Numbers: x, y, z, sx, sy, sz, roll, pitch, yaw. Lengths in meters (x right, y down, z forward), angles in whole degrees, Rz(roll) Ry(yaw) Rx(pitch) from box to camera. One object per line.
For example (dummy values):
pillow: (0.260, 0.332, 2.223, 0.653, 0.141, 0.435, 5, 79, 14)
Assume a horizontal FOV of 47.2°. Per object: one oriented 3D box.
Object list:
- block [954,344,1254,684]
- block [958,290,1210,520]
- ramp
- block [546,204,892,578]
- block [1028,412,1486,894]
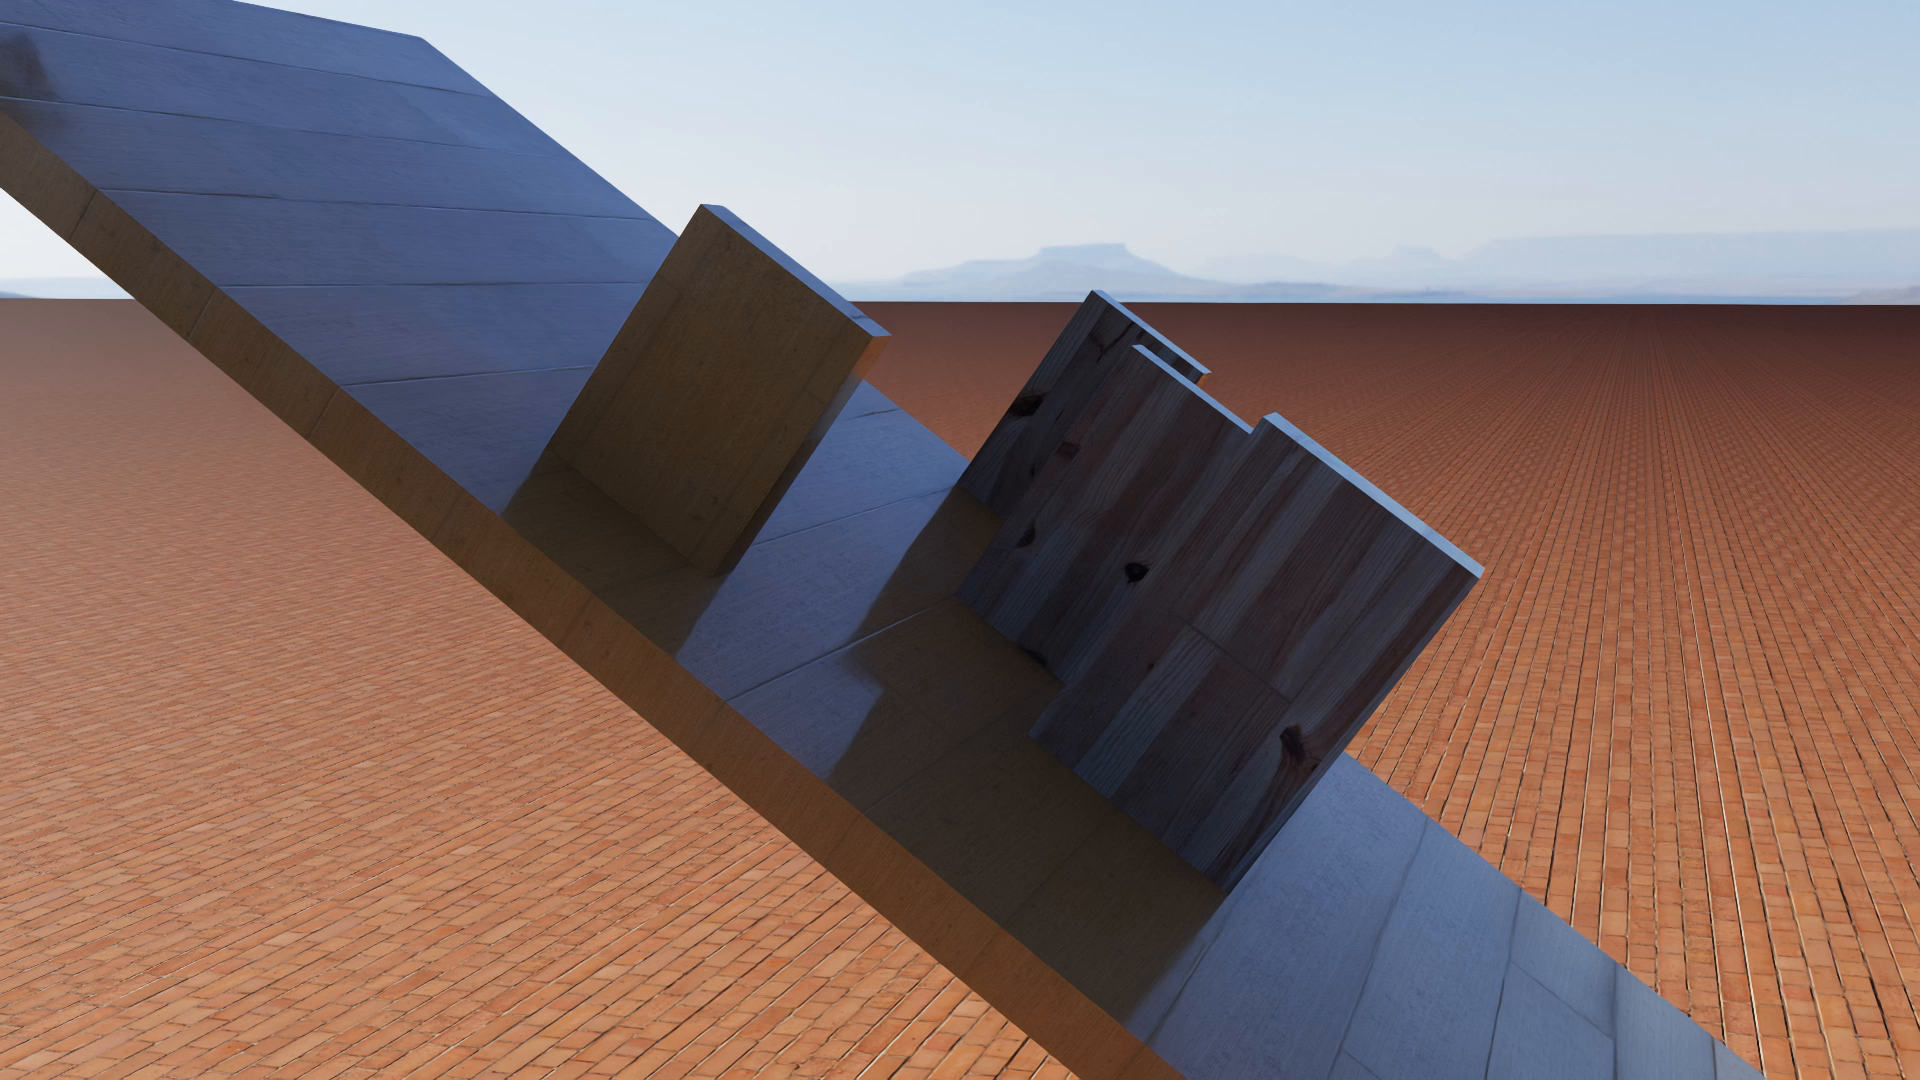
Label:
block: (0.272, -0.042, 4.083, 0.285, 0.581, 0.080, 38, 16, 10)
block: (0.267, -0.244, 4.786, 0.301, 0.518, 0.089, 38, 16, 10)
ramp: (-0.078, 0.145, 4.076, 4.000, 0.100, 2.000, 38, 16, 10)
block: (-0.385, -0.236, 3.488, 0.349, 0.471, 0.089, 38, 16, 10)
block: (0.489, 0.189, 3.679, 0.430, 0.675, 0.131, 38, 16, 10)
